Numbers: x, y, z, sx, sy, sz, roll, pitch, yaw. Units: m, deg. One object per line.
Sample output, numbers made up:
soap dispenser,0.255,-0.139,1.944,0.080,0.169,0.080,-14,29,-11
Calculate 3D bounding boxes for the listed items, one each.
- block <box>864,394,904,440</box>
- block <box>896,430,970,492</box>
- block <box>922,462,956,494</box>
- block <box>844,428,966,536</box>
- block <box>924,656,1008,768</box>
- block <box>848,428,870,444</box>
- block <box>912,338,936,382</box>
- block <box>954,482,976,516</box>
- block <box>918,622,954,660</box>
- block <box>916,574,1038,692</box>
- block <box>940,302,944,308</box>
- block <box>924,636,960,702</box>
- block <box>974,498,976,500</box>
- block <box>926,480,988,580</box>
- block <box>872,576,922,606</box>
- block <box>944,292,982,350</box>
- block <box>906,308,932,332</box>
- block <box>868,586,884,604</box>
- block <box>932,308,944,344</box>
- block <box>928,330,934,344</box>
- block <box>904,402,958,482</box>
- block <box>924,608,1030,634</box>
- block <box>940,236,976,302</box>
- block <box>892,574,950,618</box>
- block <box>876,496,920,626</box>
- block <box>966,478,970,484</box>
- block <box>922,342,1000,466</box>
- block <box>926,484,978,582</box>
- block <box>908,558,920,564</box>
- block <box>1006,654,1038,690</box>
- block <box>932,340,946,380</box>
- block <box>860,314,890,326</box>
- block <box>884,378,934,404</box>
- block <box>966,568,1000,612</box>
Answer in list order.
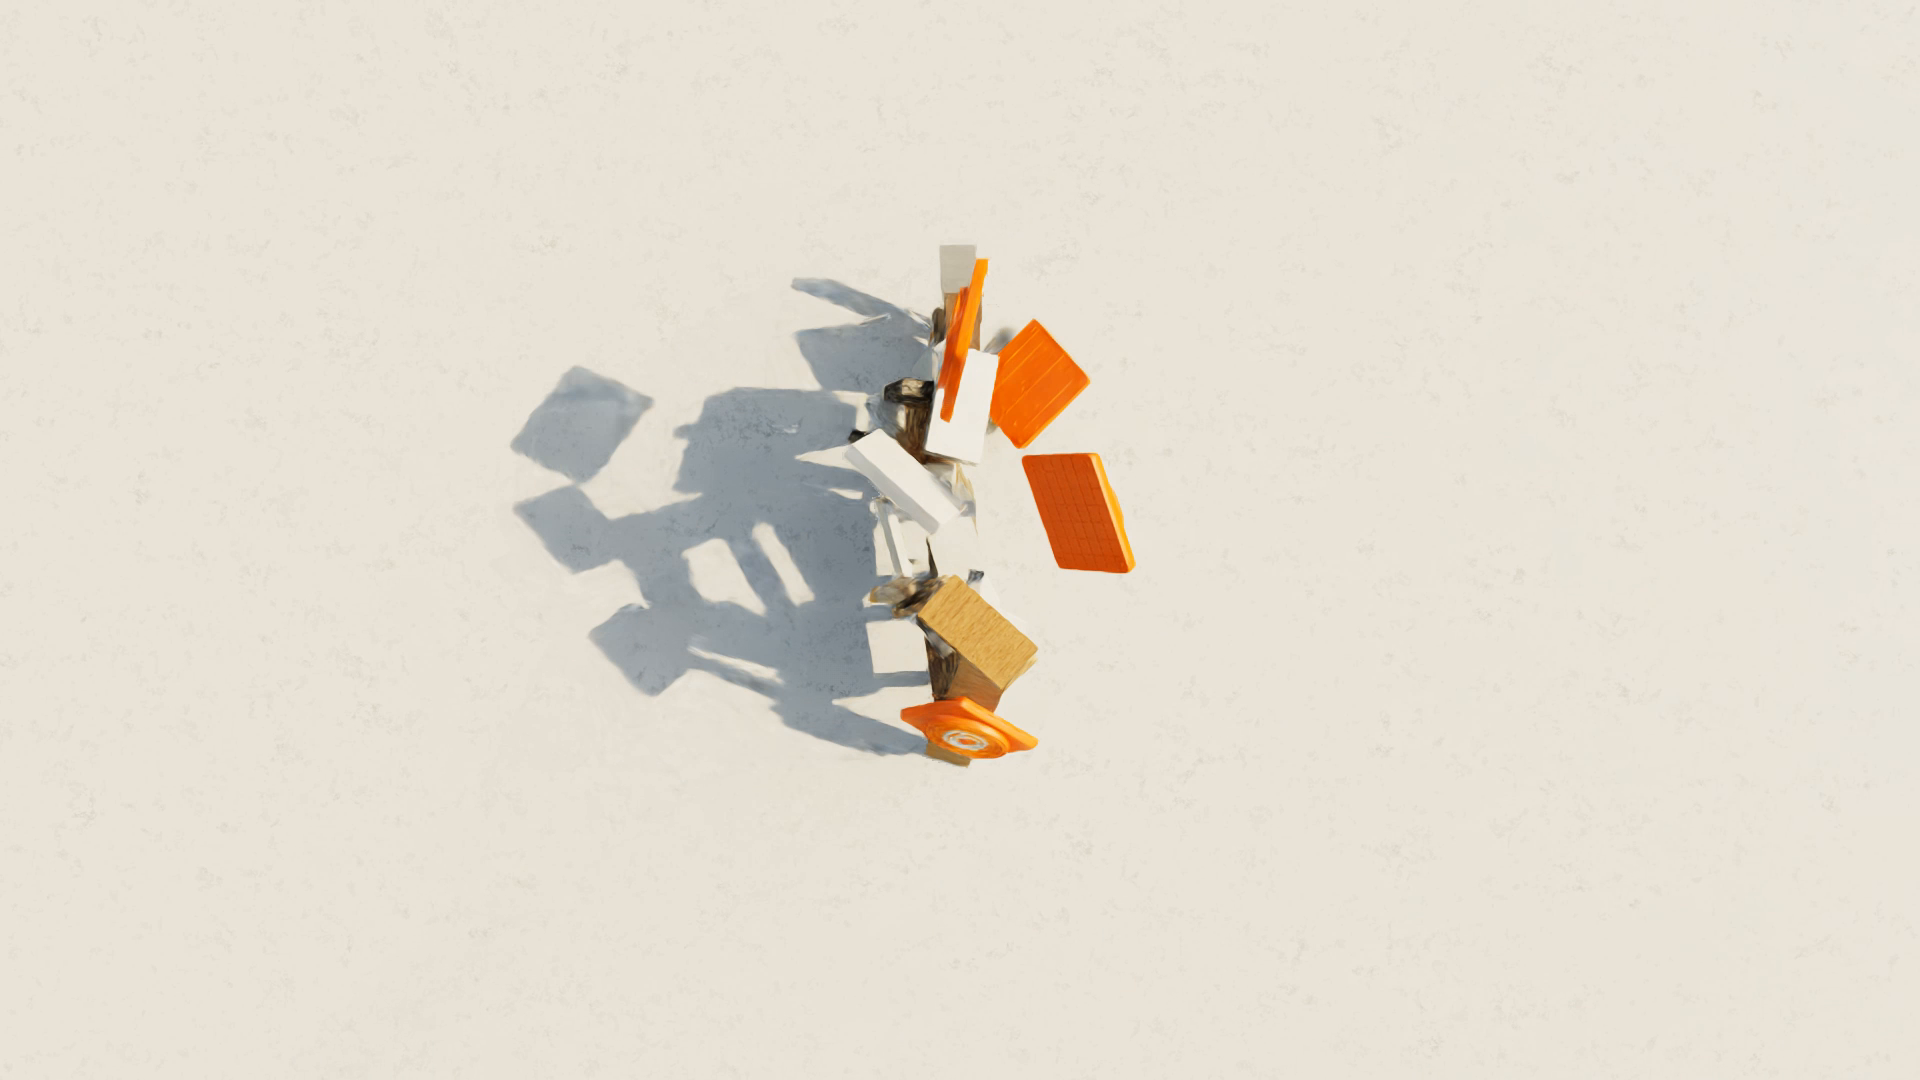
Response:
block,-0.139,-0.397,5.116,0.283,0.040,0.141,-13,62,-28
block,-0.081,-0.233,5.011,0.148,0.296,0.042,-20,47,3
block,-0.098,-0.167,4.665,0.161,0.321,0.046,-4,102,3
block,-0.146,-0.158,4.426,0.321,0.161,0.046,42,122,7
block,0.027,0.508,5.036,0.152,1.010,0.043,17,64,0
block,-0.218,-0.263,5.206,0.141,0.284,0.040,15,78,34
block,-0.036,-0.500,5.273,0.141,0.040,0.283,-53,57,28
block,-0.055,-0.121,4.725,0.161,0.321,0.046,3,101,-8
block,-0.035,0.265,4.967,0.140,0.281,0.040,-40,69,-5
block,0.047,0.250,4.457,0.303,0.043,0.152,41,78,7
block,-0.033,-0.666,5.382,0.046,0.293,0.013,-5,51,1
block,-0.022,0.322,5.135,0.169,0.048,0.338,-8,90,0
block,-0.029,-0.101,5.341,0.159,0.319,0.045,-7,90,0
block,-0.027,-0.019,5.075,0.148,0.042,0.296,-17,106,0
block,-0.180,0.145,4.742,0.099,0.199,0.028,-31,100,-13
block,0.007,-0.653,5.084,0.110,0.031,0.220,-5,120,-13
block,-0.134,-0.709,5.312,0.092,0.046,0.013,35,102,-33
block,-0.243,0.177,5.302,0.104,0.015,0.052,0,62,39
block,-0.024,-0.629,5.231,0.110,0.031,0.220,10,57,-26
block,-0.066,-0.588,5.374,0.088,0.025,0.176,13,118,1
block,-0.085,-0.261,4.866,0.148,0.042,0.296,-4,116,-8
block,0.049,0.246,4.815,0.281,0.040,0.140,27,71,-11
block,-0.005,-0.790,5.260,0.110,0.526,0.031,-1,62,0
block,-0.112,0.165,4.781,0.028,0.199,0.099,45,55,-18
block,-0.182,0.067,5.049,0.028,0.099,0.400,-19,105,-16
block,-0.051,-0.182,5.402,0.088,0.176,0.025,-6,91,34
block,0.002,-0.391,4.756,0.163,0.046,0.327,14,78,-15
block,-0.025,-0.011,5.158,0.159,0.045,0.319,-6,90,0
block,-0.163,0.066,5.276,0.052,0.104,0.015,10,90,6
block,0.117,0.406,4.977,0.140,0.281,0.040,-12,71,-24
block,-0.018,-0.481,4.980,0.046,0.327,0.163,-33,83,-6
block,-0.276,-0.714,5.349,0.092,0.046,0.013,-15,107,6
block,-0.119,-0.440,4.931,0.163,0.327,0.046,4,90,-12
block,0.056,0.201,4.651,0.043,0.303,0.152,9,74,13
